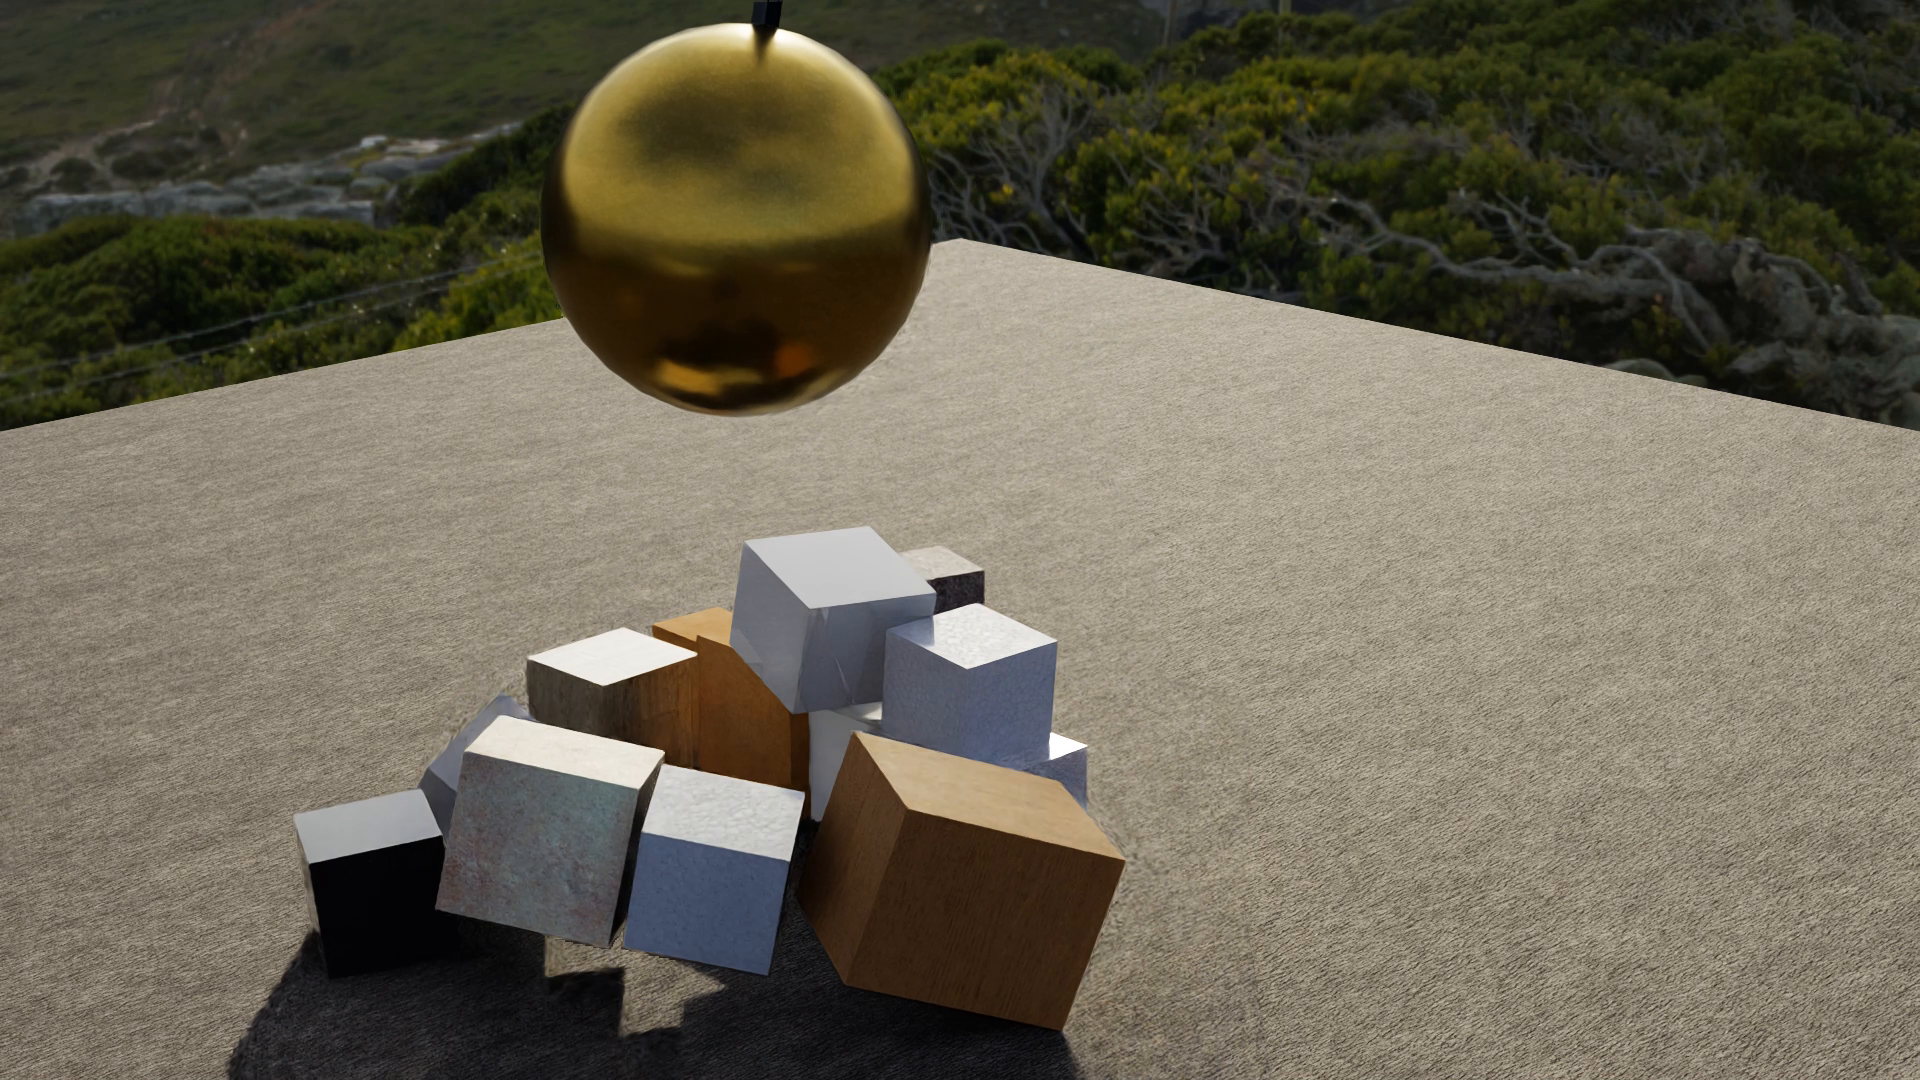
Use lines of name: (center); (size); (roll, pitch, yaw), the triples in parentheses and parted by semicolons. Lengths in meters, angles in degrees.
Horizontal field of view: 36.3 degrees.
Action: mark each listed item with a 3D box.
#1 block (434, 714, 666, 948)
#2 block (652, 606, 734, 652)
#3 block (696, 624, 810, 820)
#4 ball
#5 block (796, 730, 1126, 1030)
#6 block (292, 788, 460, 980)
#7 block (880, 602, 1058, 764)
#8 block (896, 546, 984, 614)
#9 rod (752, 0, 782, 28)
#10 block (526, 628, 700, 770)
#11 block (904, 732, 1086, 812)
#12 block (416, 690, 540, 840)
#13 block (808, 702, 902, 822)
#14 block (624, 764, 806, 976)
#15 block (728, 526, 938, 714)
block: (-1.728, 1.225, 12.448); (0.738, 0.692, 0.687); (12, 10, 1)
block: (-1.315, 0.666, 15.454); (0.429, 0.462, 0.419); (-15, 23, -40)
block: (-0.772, 0.828, 14.383); (0.670, 0.796, 0.767); (17, 24, 42)
ball: (-0.910, -1.300, 11.979); (1.600, 1.600, 1.600); (0, 17, 0)
block: (-0.015, 1.401, 12.130); (0.968, 0.769, 0.883); (15, 12, -20)
block: (-2.519, 1.477, 12.652); (0.563, 0.545, 0.555); (-11, 20, -16)
block: (0.040, 0.668, 13.454); (0.561, 0.505, 0.548); (-15, 28, -40)
block: (-0.193, 0.354, 16.448); (0.471, 0.463, 0.513); (-9, 20, -27)
rod: (-0.394, -4.623, 11.475); (0.080, 5.200, 0.080); (17, 12, 42)
block: (-1.717, 0.859, 14.614); (0.589, 0.598, 0.626); (16, 23, 41)
block: (0.137, 1.209, 13.575); (0.626, 0.554, 0.640); (-17, 24, -42)
block: (-2.102, 1.113, 13.306); (0.515, 0.518, 0.513); (41, 59, 0)
block: (-0.300, 1.054, 13.999); (0.593, 0.594, 0.593); (-17, 24, -42)
block: (-1.023, 1.374, 12.239); (0.614, 0.593, 0.502); (11, 29, -1)
block: (-0.600, 0.366, 13.695); (0.671, 0.554, 0.665); (-7, 31, -31)
